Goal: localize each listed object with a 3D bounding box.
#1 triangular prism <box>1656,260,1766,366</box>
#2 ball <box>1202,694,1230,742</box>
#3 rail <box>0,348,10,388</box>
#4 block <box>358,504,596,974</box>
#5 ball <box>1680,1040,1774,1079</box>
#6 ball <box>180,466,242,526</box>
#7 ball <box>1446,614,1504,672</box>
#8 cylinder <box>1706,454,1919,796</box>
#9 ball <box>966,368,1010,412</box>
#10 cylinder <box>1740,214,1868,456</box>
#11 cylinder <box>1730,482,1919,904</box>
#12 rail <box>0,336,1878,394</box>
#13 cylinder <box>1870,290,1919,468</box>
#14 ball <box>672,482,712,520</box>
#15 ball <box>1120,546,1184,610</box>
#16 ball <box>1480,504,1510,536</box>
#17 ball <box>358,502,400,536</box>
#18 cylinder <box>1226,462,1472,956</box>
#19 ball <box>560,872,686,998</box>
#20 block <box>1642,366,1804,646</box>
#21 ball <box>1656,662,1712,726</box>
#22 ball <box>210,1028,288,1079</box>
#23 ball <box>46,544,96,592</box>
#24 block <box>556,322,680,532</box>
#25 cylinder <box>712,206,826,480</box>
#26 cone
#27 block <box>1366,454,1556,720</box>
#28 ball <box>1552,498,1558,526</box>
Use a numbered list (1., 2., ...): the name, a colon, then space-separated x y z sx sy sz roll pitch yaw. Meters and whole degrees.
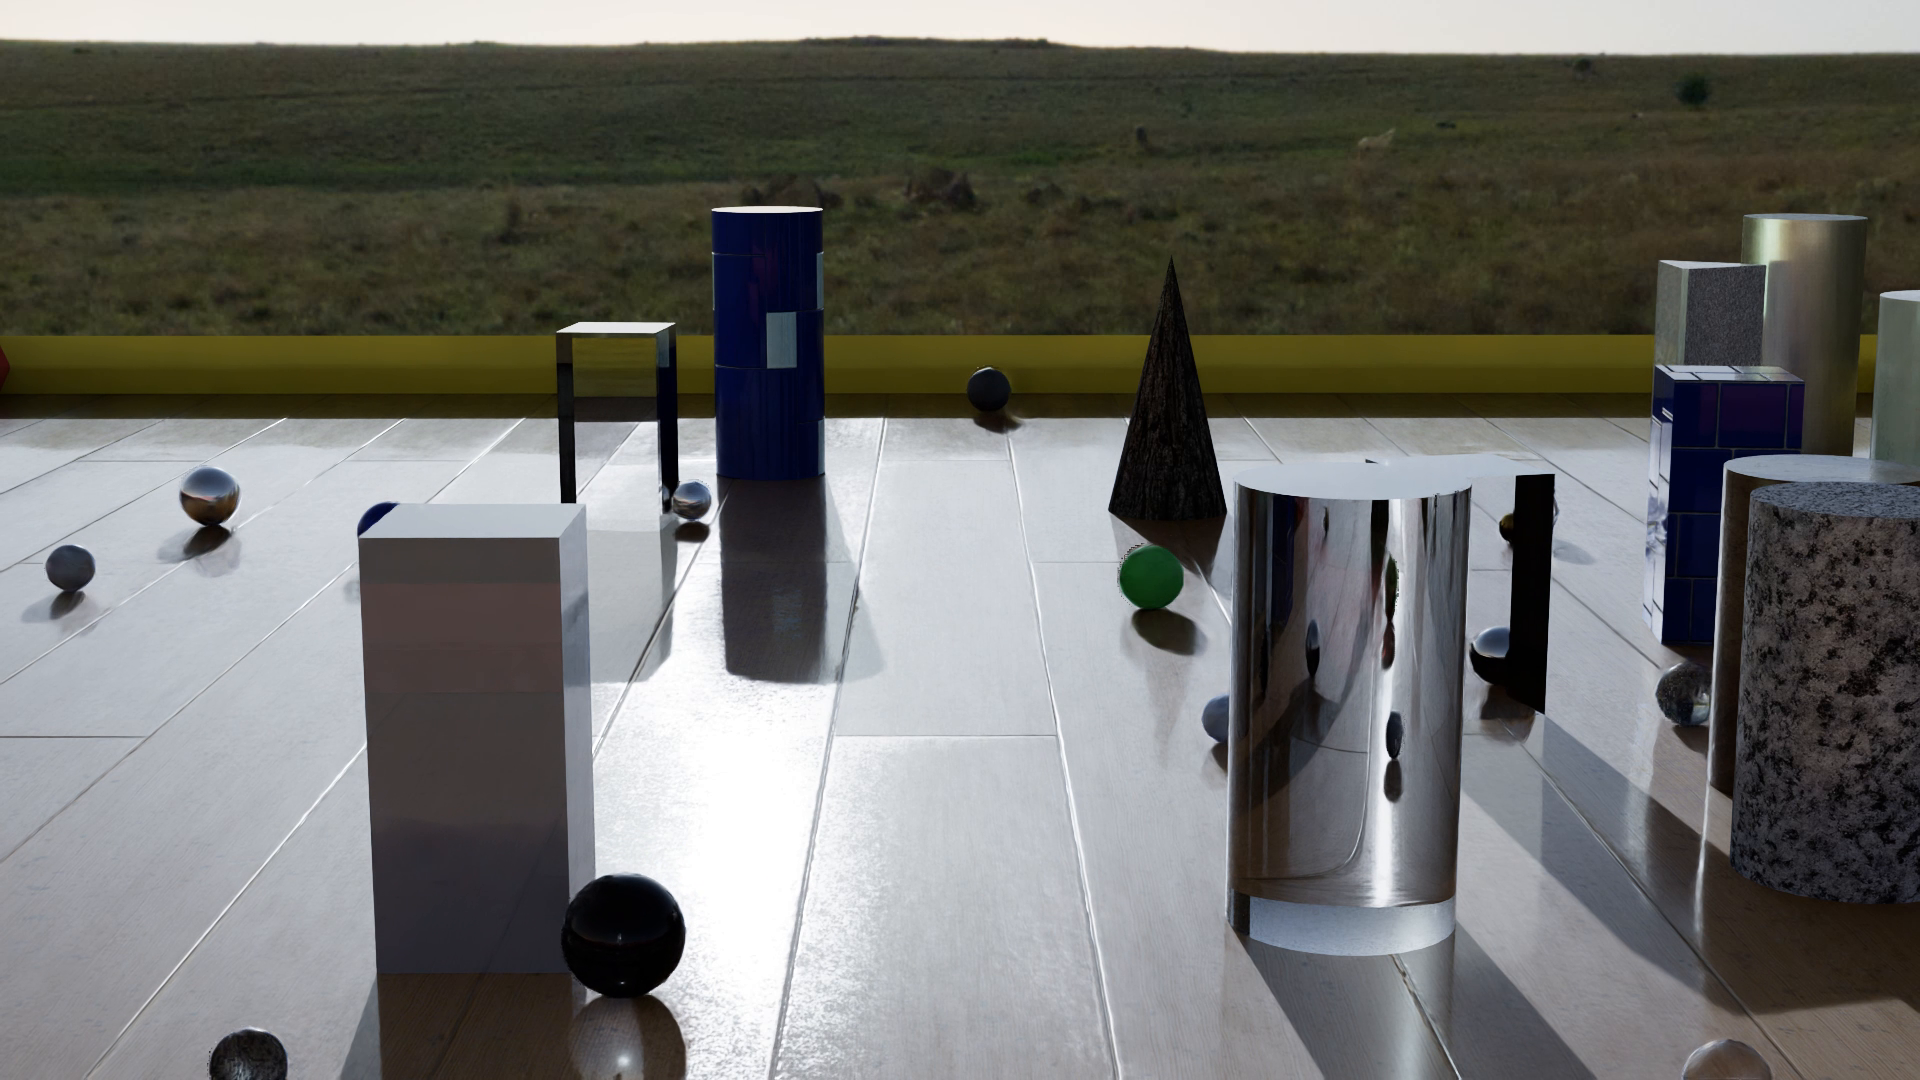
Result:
1. triangular prism: 1.183 -0.245 4.179 0.171 0.410 0.148 -5 12 -27
2. ball: 0.290 0.194 2.792 0.053 0.053 0.053 0 10 0
3. rail: -2.121 0.035 3.437 0.045 0.128 4.704 0 10 0
4. block: -0.396 0.161 2.130 0.158 0.360 0.158 0 10 -1
5. ball: 0.531 0.378 1.775 0.062 0.062 0.062 0 10 0
6. ball: -1.199 -0.070 4.104 0.095 0.095 0.095 0 10 0
7. ball: 0.625 0.126 3.113 0.071 0.071 0.071 0 10 0
8. cylinder: 0.868 0.090 2.600 0.198 0.327 0.198 0 10 0
9. ball: 0.061 -0.318 5.444 0.094 0.094 0.094 0 10 0
10. cylinder: 1.411 -0.305 4.325 0.198 0.476 0.198 0 10 0
11. cylinder: 0.809 0.133 2.323 0.198 0.344 0.198 0 10 0
12. rail: -0.013 -0.391 5.738 4.290 0.128 0.045 0 10 0
13. cylinder: 1.234 -0.079 3.190 0.198 0.446 0.198 0 10 0
14. ball: -0.434 -0.063 4.151 0.064 0.064 0.064 0 10 0
15. ball: 0.259 0.051 3.471 0.088 0.088 0.088 0 10 0
16. ball: 0.839 -0.031 4.022 0.048 0.048 0.048 0 10 0
17. ball: -0.843 -0.011 3.789 0.093 0.093 0.093 0 10 0
18. cylinder: 0.329 0.138 2.187 0.198 0.383 0.198 0 10 0
19. ball: -0.266 0.312 2.028 0.099 0.099 0.099 0 10 0
20. block: 0.981 -0.046 3.306 0.158 0.339 0.158 1 11 6
21. ball: 0.813 0.172 2.862 0.071 0.071 0.071 0 10 0
22. ball: -0.504 0.373 1.820 0.054 0.054 0.054 0 10 0
23. ball: -1.246 0.039 3.594 0.067 0.067 0.067 0 10 0
24. block: -0.547 -0.184 4.115 0.158 0.315 0.158 1 11 5
25. cylinder: -0.343 -0.356 4.608 0.198 0.473 0.198 0 10 0
26. cone: 0.344 -0.258 4.215 0.198 0.423 0.198 0 10 0
27. block: 0.567 0.052 2.942 0.158 0.278 0.158 -3 11 -15
28. ball: 0.900 -0.045 4.021 0.075 0.075 0.075 0 10 0
